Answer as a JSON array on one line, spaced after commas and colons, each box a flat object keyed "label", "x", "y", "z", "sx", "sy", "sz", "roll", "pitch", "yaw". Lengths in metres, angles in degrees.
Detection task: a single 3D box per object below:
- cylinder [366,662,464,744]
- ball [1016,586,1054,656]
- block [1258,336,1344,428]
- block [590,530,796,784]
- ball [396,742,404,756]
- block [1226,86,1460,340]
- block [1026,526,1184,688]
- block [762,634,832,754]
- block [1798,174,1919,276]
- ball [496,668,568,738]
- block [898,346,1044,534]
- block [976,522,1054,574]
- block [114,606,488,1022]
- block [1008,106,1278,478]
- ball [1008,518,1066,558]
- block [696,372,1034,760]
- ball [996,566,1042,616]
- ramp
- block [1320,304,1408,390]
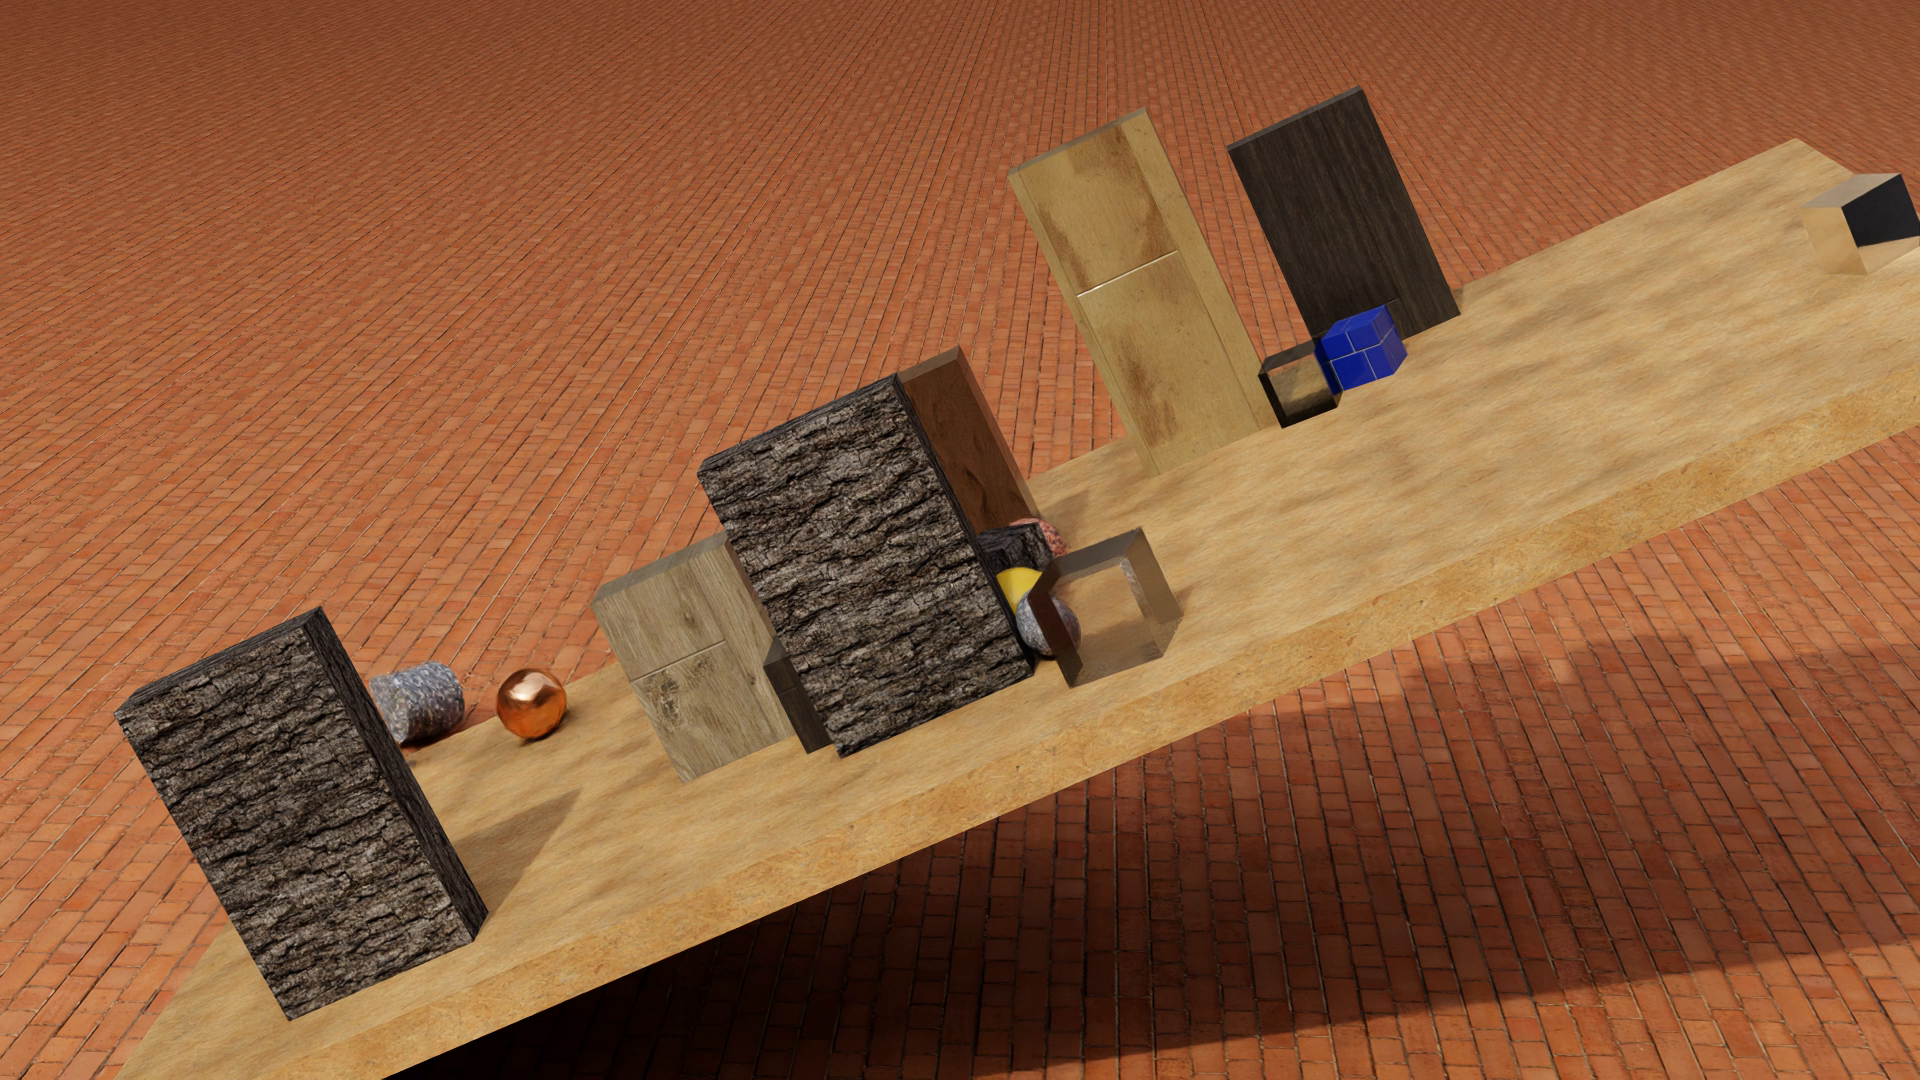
[{"label": "cylinder", "x": -1.523, "y": 0.458, "z": 8.208, "sx": 0.195, "sy": 0.195, "sz": 0.195, "roll": 13, "pitch": 20, "yaw": 39}, {"label": "ball", "x": 0.180, "y": 0.153, "z": 5.717, "sx": 0.146, "sy": 0.146, "sz": 0.146, "roll": 0, "pitch": 16, "yaw": 0}, {"label": "block", "x": 0.764, "y": -0.353, "z": 6.594, "sx": 0.135, "sy": 0.135, "sz": 0.135, "roll": -21, "pitch": 14, "yaw": 20}, {"label": "block", "x": -0.523, "y": 0.239, "z": 6.094, "sx": 0.309, "sy": 0.425, "sz": 0.141, "roll": -24, "pitch": 13, "yaw": 9}, {"label": "ball", "x": -1.448, "y": 0.546, "z": 7.298, "sx": 0.134, "sy": 0.134, "sz": 0.134, "roll": 0, "pitch": 16, "yaw": 0}, {"label": "block", "x": 0.887, "y": -0.716, "z": 6.802, "sx": 0.334, "sy": 0.572, "sz": 0.085, "roll": -24, "pitch": 13, "yaw": 9}, {"label": "block", "x": 0.274, "y": 0.127, "z": 5.529, "sx": 0.195, "sy": 0.195, "sz": 0.195, "roll": -20, "pitch": 14, "yaw": 23}, {"label": "block", "x": -0.252, "y": 0.273, "z": 5.943, "sx": 0.202, "sy": 0.202, "sz": 0.202, "roll": -24, "pitch": 13, "yaw": 10}, {"label": "block", "x": 1.751, "y": -0.613, "z": 5.710, "sx": 0.146, "sy": 0.146, "sz": 0.146, "roll": -29, "pitch": 13, "yaw": -13}, {"label": "ball", "x": -1.022, "y": 0.390, "z": 7.017, "sx": 0.169, "sy": 0.169, "sz": 0.169, "roll": 0, "pitch": 16, "yaw": 0}, {"label": "block", "x": -0.055, "y": -0.105, "z": 6.350, "sx": 0.355, "sy": 0.512, "sz": 0.142, "roll": -24, "pitch": 13, "yaw": 9}, {"label": "block", "x": 0.082, "y": 0.094, "z": 6.052, "sx": 0.181, "sy": 0.181, "sz": 0.181, "roll": -36, "pitch": 16, "yaw": -36}, {"label": "block", "x": -1.282, "y": 0.538, "z": 5.754, "sx": 0.415, "sy": 0.704, "sz": 0.148, "roll": -24, "pitch": 13, "yaw": 9}, {"label": "block", "x": 0.422, "y": -0.554, "z": 6.629, "sx": 0.337, "sy": 0.762, "sz": 0.112, "roll": -24, "pitch": 13, "yaw": 9}, {"label": "ball", "x": 0.148, "y": 0.033, "z": 6.218, "sx": 0.157, "sy": 0.157, "sz": 0.157, "roll": 0, "pitch": 16, "yaw": 0}, {"label": "block", "x": -0.178, "y": 0.053, "z": 5.701, "sx": 0.416, "sy": 0.633, "sz": 0.115, "roll": -24, "pitch": 13, "yaw": 9}, {"label": "ball", "x": 0.121, "y": 0.135, "z": 5.859, "sx": 0.164, "sy": 0.164, "sz": 0.164, "roll": 0, "pitch": 16, "yaw": 0}, {"label": "ramp", "x": 0.136, "y": 0.169, "z": 6.282, "sx": 4.000, "sy": 0.100, "sz": 2.000, "roll": -24, "pitch": 13, "yaw": 9}, {"label": "block", "x": 0.914, "y": -0.434, "z": 6.643, "sx": 0.128, "sy": 0.128, "sz": 0.128, "roll": -18, "pitch": 15, "yaw": 30}]
